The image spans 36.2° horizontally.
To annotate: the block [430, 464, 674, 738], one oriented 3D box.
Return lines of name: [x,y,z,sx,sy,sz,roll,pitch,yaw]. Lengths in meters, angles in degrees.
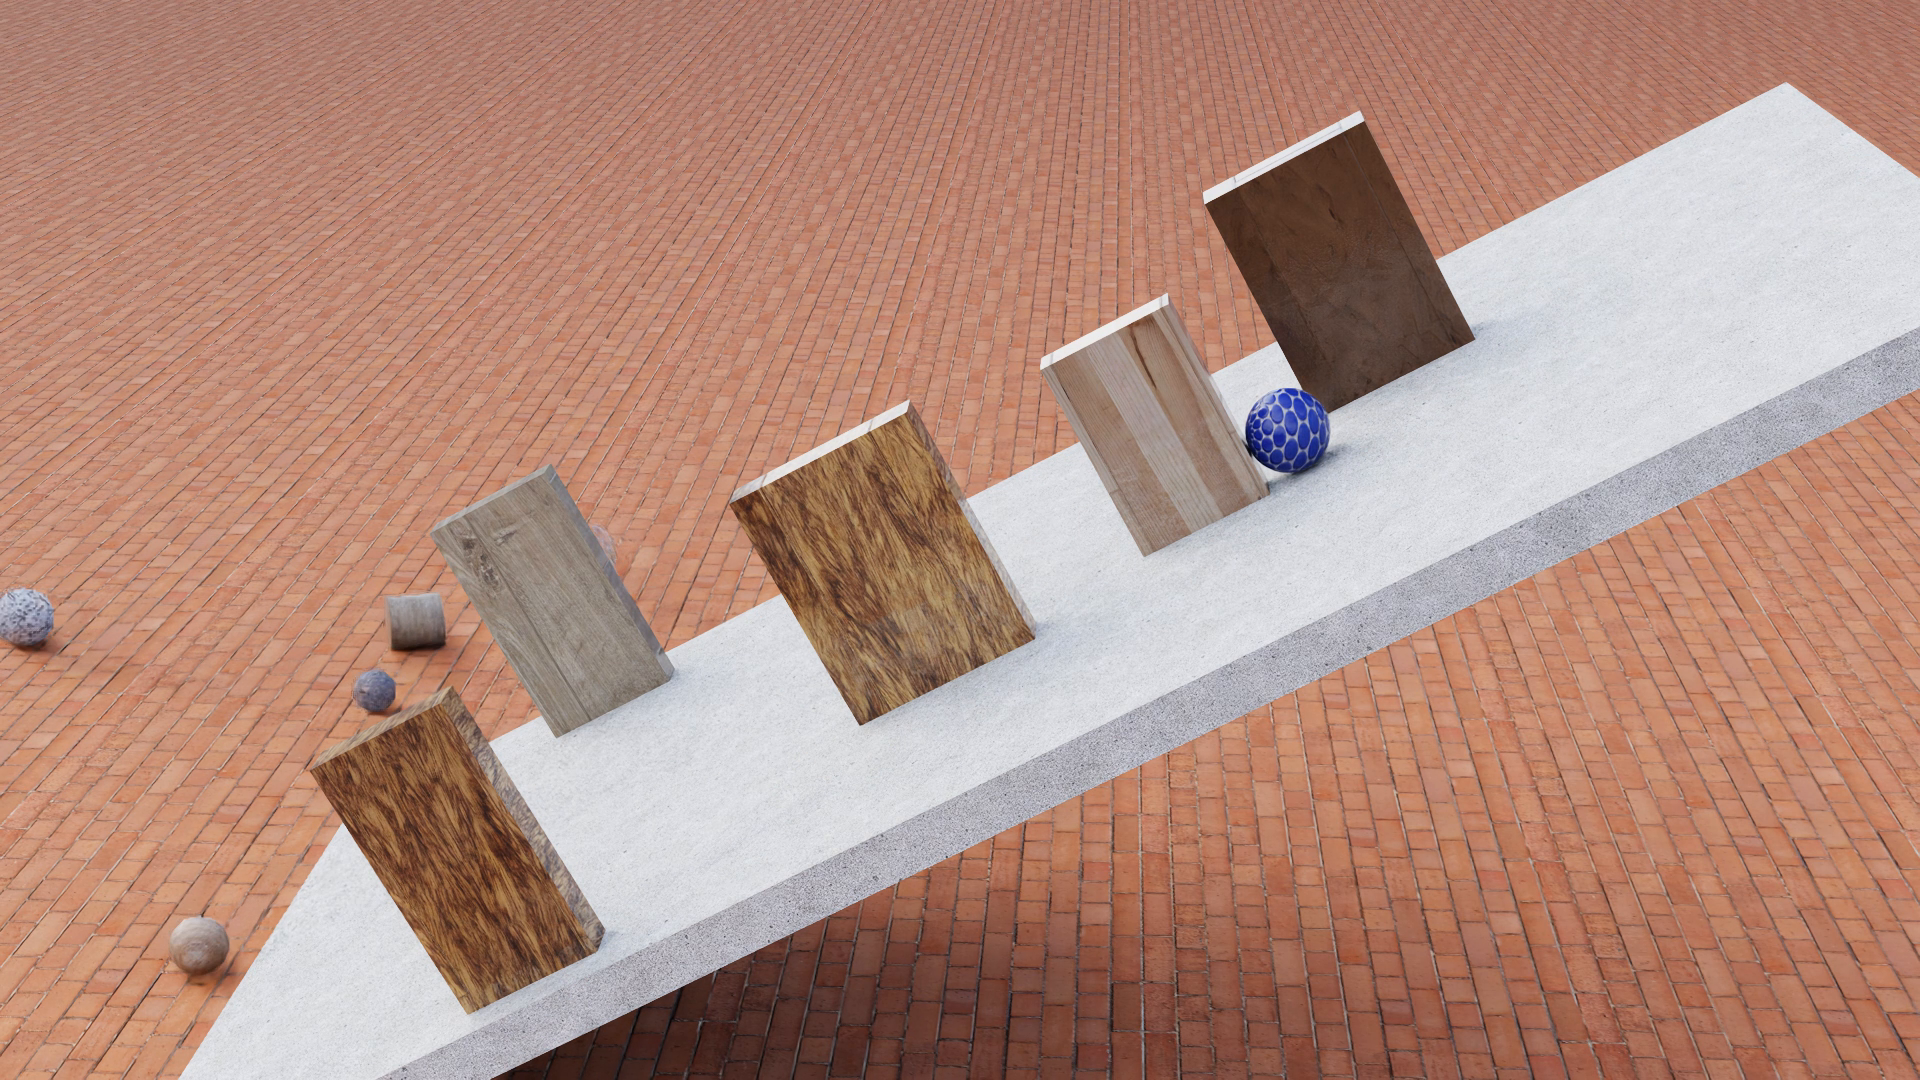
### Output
block: [-0.987,0.151,7.140,0.325,0.595,0.086,-27,14,11]

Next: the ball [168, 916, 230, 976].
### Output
ball: [-1.787,0.952,6.905,0.138,0.138,0.138,0,18,0]

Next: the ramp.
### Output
ramp: [0.141,0.167,6.282,4.000,0.100,2.000,-27,14,11]

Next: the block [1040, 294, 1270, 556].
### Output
block: [0.401,-0.233,6.026,0.292,0.451,0.098,-27,14,11]

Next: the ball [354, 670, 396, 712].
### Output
ball: [-1.698,0.438,8.538,0.122,0.122,0.122,0,18,0]

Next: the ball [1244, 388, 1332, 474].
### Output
ball: [0.672,-0.225,6.027,0.175,0.175,0.175,0,18,0]

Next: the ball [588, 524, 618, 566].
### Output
ball: [-1.223,0.044,9.659,0.193,0.193,0.193,0,18,0]

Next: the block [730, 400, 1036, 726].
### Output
block: [-0.153,0.049,5.961,0.408,0.537,0.101,-27,14,11]

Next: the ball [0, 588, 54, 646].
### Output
ball: [-2.887,0.238,9.070,0.180,0.180,0.180,0,18,0]

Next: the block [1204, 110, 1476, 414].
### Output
block: [0.809,-0.586,6.282,0.373,0.530,0.127,-27,14,11]

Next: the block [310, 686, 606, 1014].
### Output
block: [-0.950,0.592,5.586,0.292,0.569,0.096,-27,14,11]

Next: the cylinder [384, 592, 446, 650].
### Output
cylinder: [-1.679,0.251,9.061,0.162,0.162,0.162,-5,18,-17]
